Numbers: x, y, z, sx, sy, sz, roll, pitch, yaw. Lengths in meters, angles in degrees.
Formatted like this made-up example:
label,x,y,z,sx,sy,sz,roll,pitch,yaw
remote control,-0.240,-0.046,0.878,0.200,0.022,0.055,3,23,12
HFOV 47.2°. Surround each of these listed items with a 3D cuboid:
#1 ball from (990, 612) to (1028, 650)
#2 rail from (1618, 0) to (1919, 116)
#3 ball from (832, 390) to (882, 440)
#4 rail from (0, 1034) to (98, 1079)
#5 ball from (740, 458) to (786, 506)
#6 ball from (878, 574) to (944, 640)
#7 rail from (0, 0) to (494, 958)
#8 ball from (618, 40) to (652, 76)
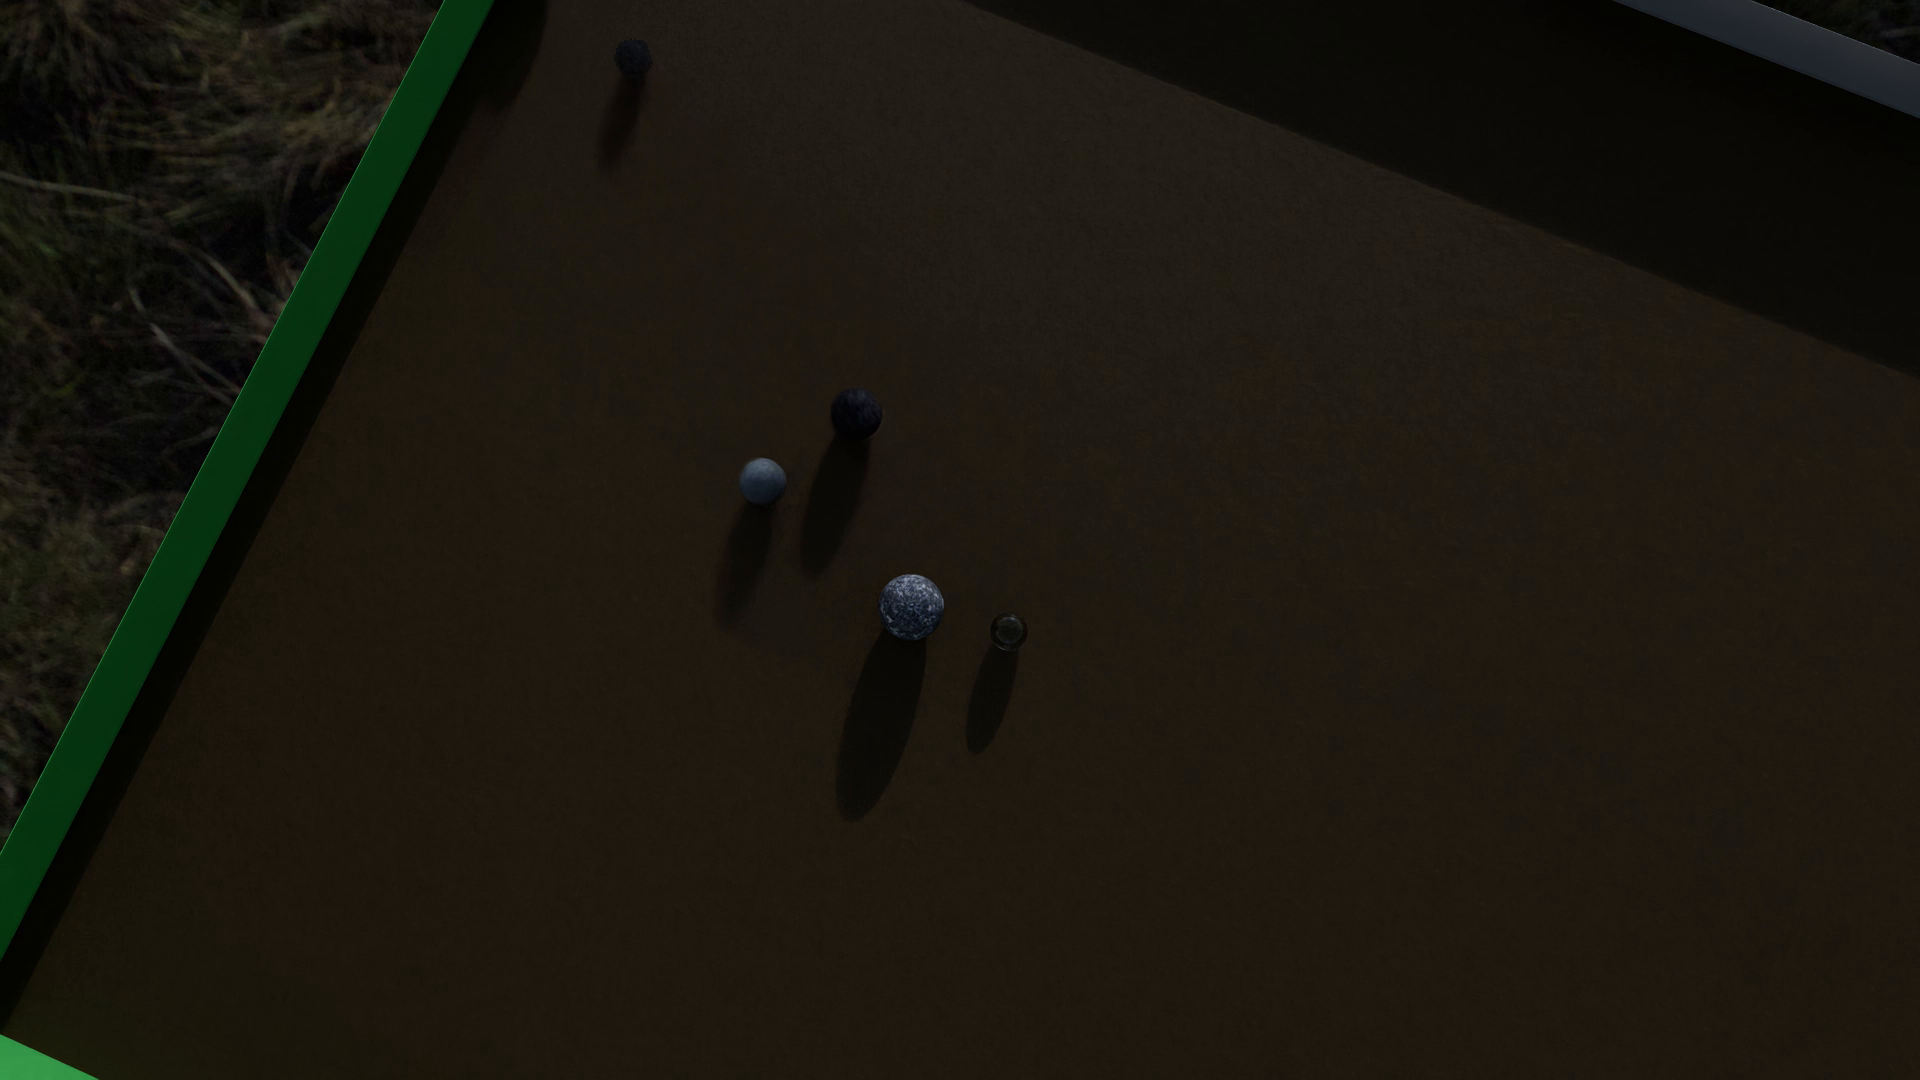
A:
label,x,y,z,sx,sy,sz,roll,pitch,yaw
ball,0.073,0.137,3.290,0.058,0.058,0.058,0,77,0
rail,1.462,-0.699,3.439,4.256,0.129,0.045,23,78,5
ball,-0.157,-0.191,3.353,0.077,0.077,0.077,0,77,0
rail,0.494,1.504,2.946,4.256,0.129,0.045,23,78,5
ball,-0.298,-0.088,3.333,0.071,0.071,0.071,0,77,0
ball,-0.073,0.100,3.277,0.099,0.099,0.099,0,77,0
rail,-0.956,-0.406,3.374,0.045,0.129,2.503,23,78,5
ball,-0.516,-0.764,3.493,0.056,0.056,0.056,0,77,0
